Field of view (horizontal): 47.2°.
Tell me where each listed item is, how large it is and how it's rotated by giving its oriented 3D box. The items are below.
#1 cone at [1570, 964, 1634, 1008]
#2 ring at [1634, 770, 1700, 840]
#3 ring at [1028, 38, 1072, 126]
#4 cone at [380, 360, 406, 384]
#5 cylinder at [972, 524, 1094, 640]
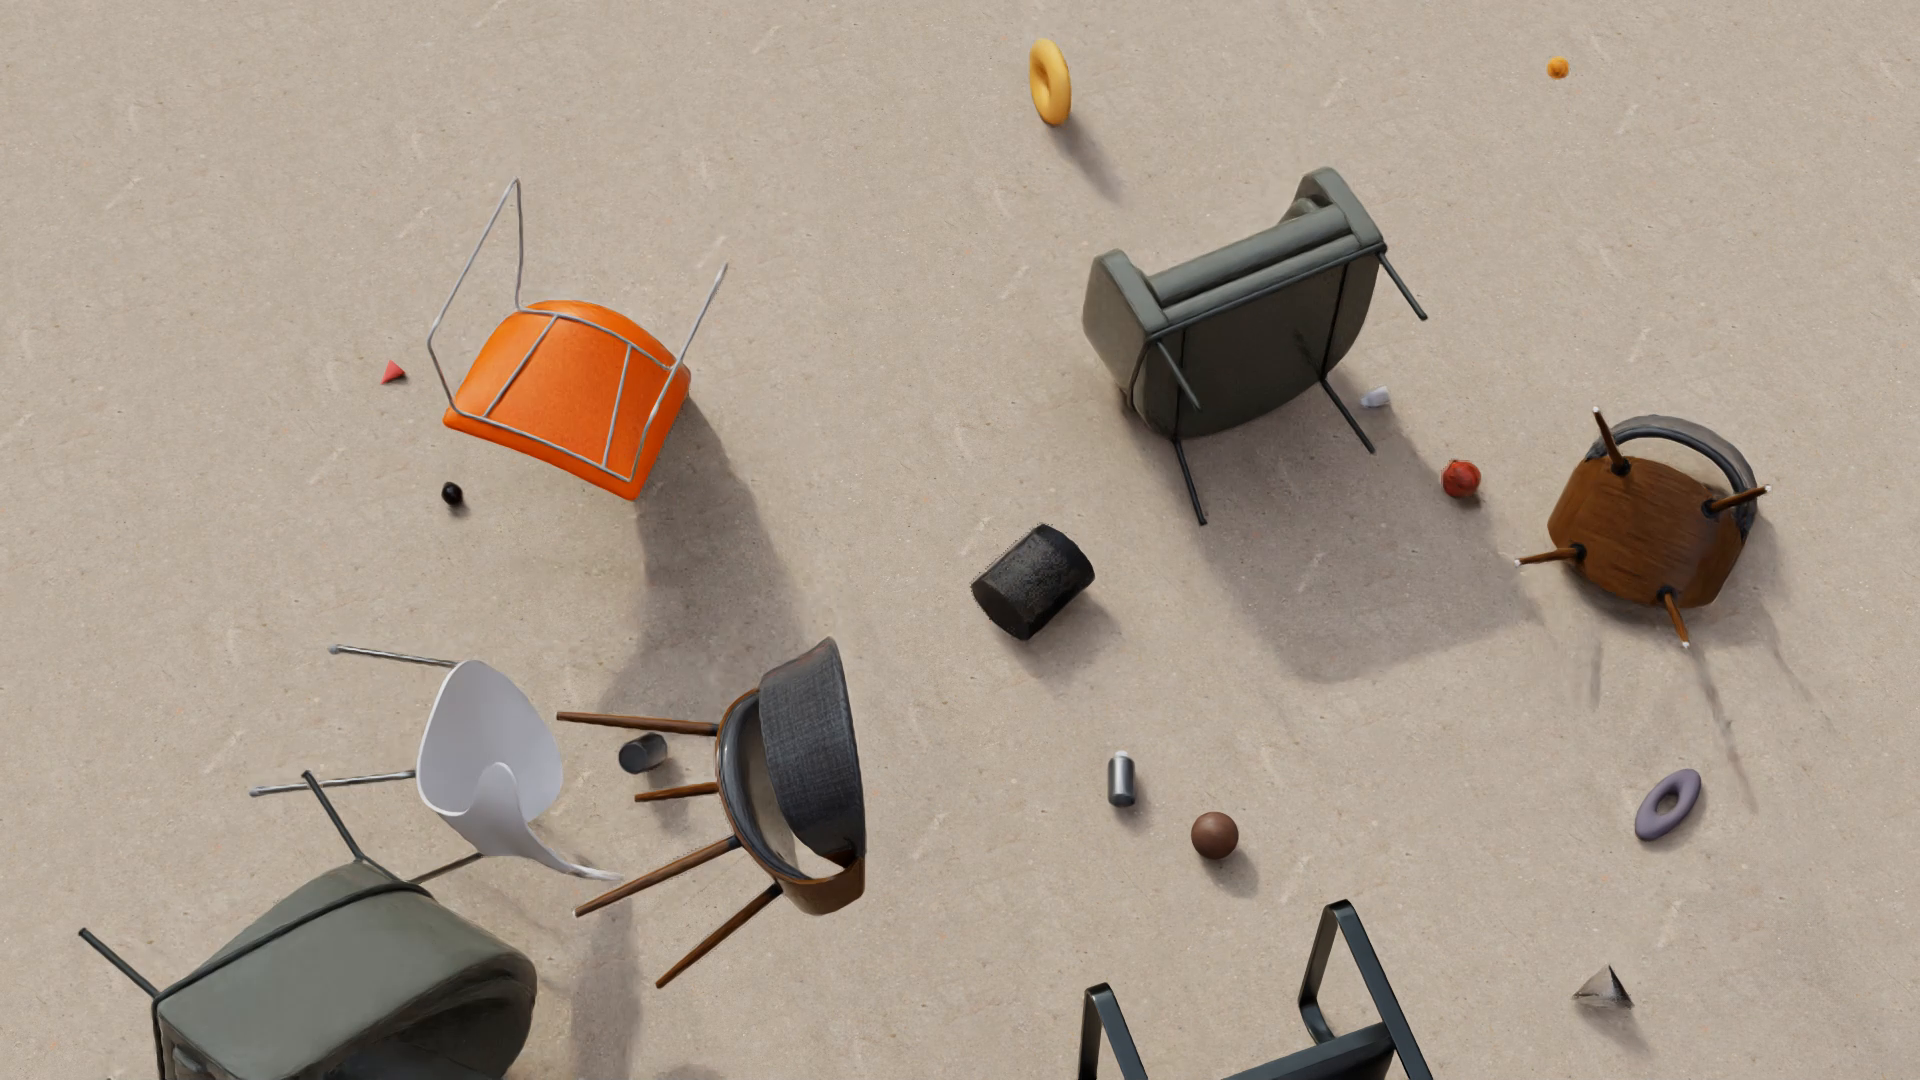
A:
[{"bbox_3d":[1.678,1.149,5.720,0.168,0.094,0.105,-4,59,39],"label":"cone"},{"bbox_3d":[1.950,0.727,6.057,0.114,0.050,0.280,39,64,22],"label":"ring"},{"bbox_3d":[0.303,-1.549,7.433,0.064,0.282,0.380,-9,31,-13],"label":"ring"},{"bbox_3d":[-1.794,-0.516,6.907,0.075,0.047,0.081,37,80,27],"label":"cone"},{"bbox_3d":[0.213,0.122,6.382,0.235,0.182,0.274,40,65,20],"label":"cylinder"}]
